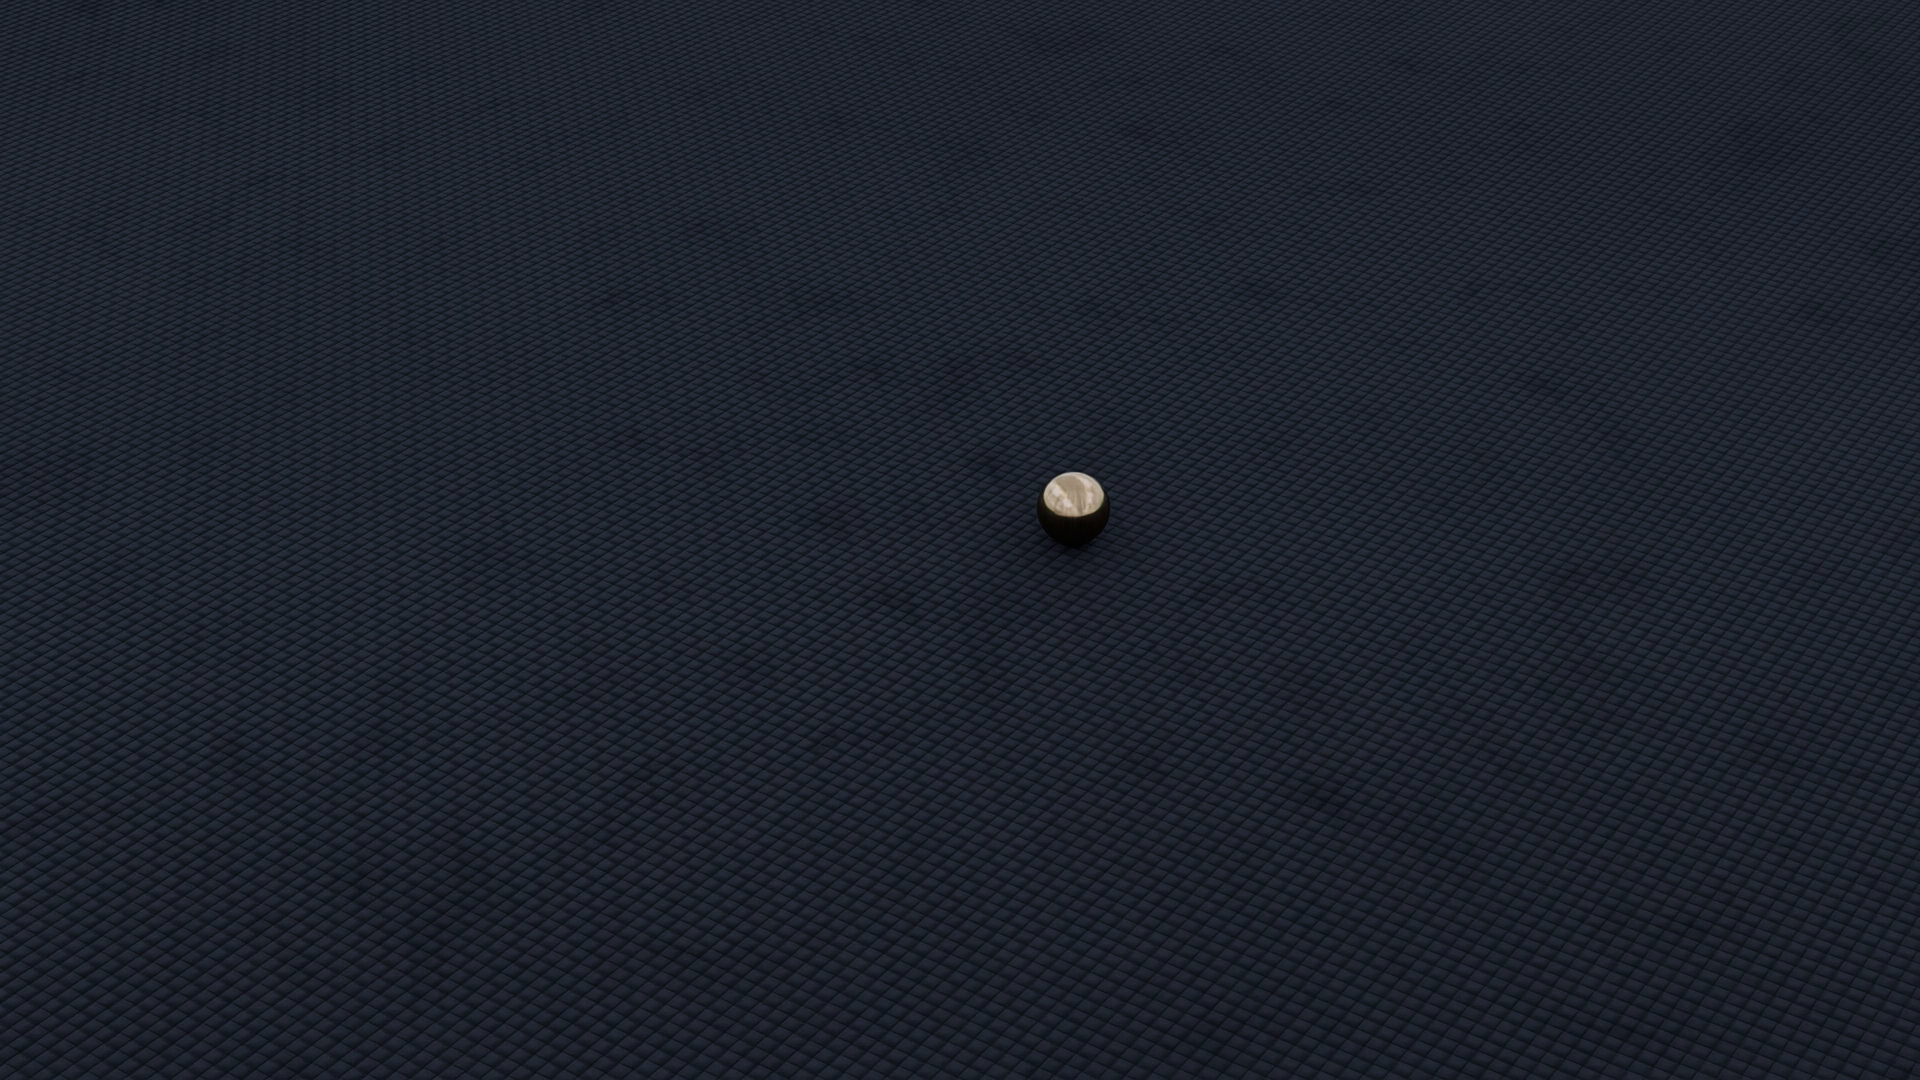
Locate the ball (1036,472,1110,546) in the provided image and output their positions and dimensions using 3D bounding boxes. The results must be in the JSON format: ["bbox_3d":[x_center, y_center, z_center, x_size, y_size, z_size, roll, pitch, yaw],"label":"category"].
[{"bbox_3d":[0.067,-0.019,1.731,0.044,0.044,0.044,0,31,0],"label":"ball"}]
